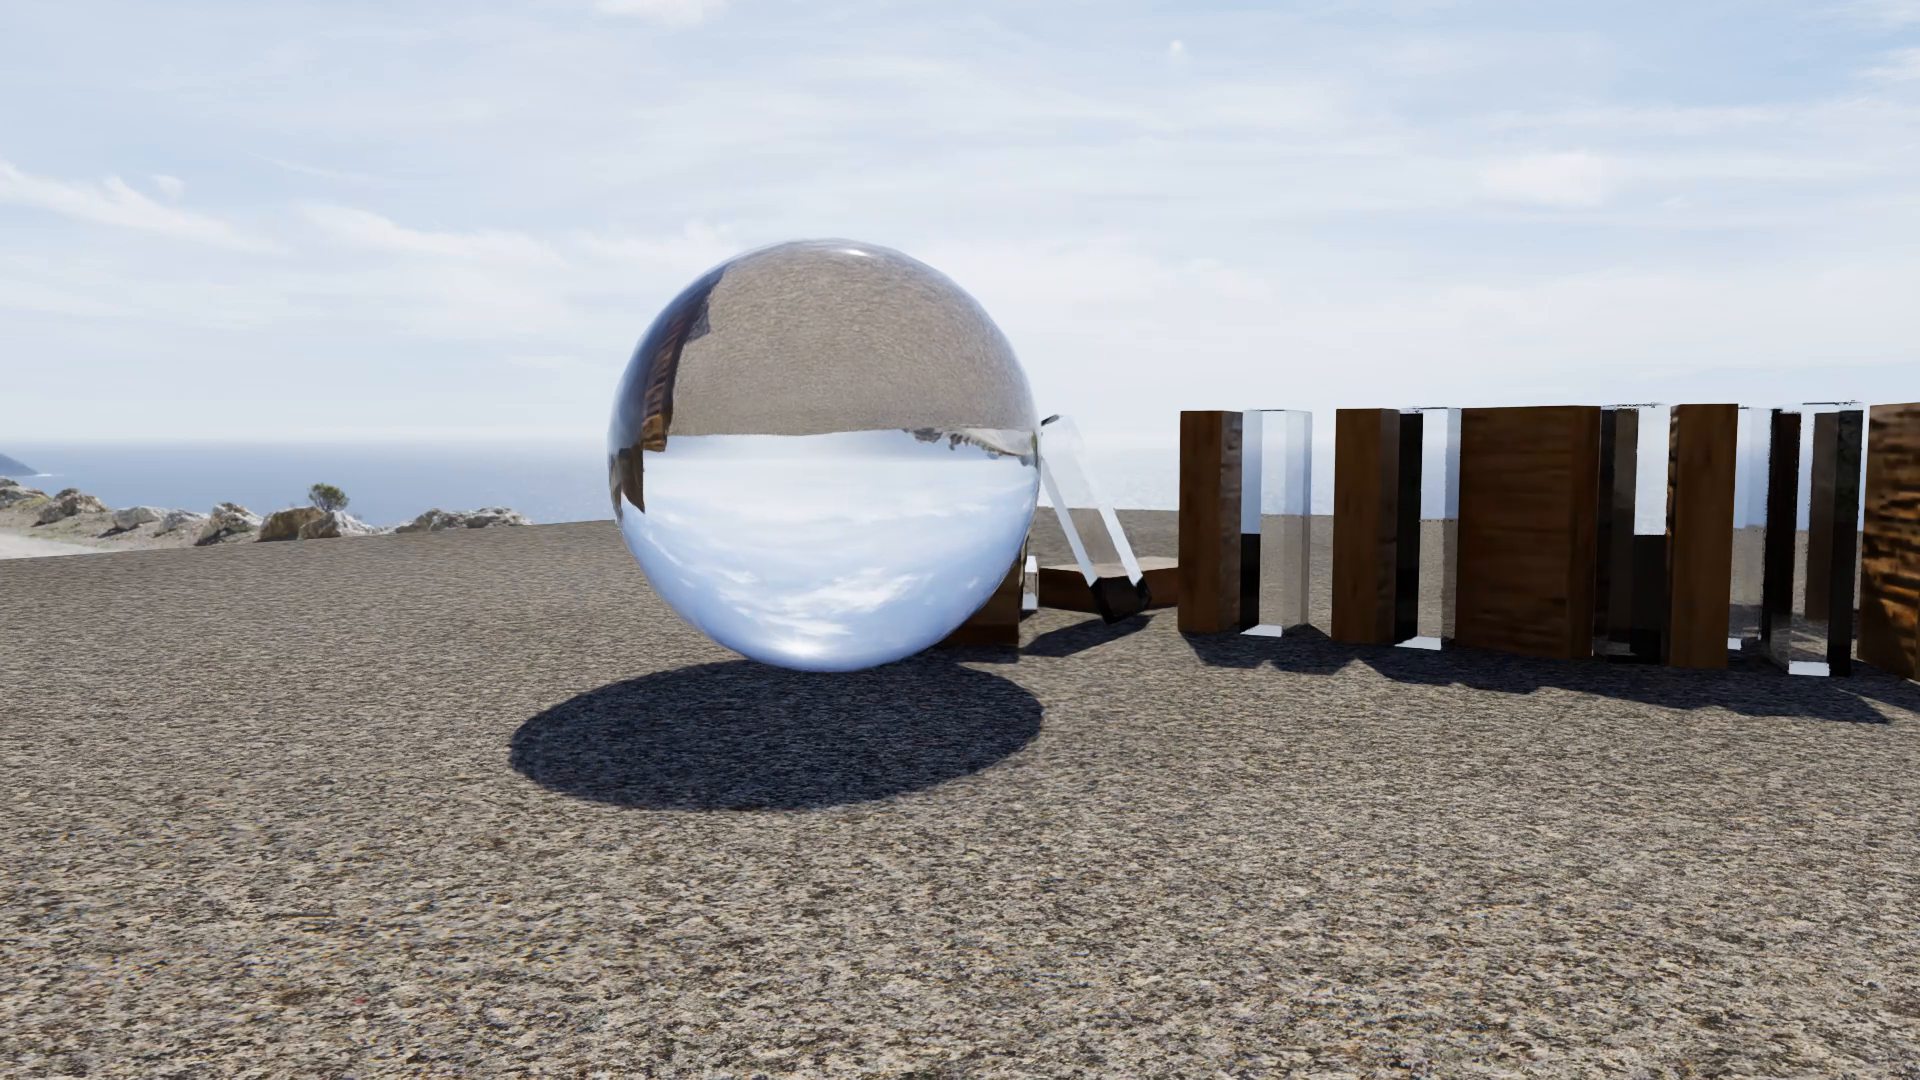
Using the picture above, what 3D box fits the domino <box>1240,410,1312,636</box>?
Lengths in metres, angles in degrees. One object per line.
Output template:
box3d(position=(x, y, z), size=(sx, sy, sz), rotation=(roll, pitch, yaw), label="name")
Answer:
box3d(position=(0.073, -0.005, 0.295), size=(0.010, 0.050, 0.025), rotation=(2, 5, 28), label="domino")

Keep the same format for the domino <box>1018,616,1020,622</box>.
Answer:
box3d(position=(0.002, -0.003, 0.305), size=(0.025, 0.050, 0.010), rotation=(0, -31, 4), label="domino")

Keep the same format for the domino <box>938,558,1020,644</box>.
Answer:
box3d(position=(0.001, -0.002, 0.282), size=(0.025, 0.050, 0.010), rotation=(0, -31, 4), label="domino")

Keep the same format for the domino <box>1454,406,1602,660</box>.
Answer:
box3d(position=(0.116, -0.002, 0.264), size=(0.009, 0.050, 0.025), rotation=(-3, 5, -32), label="domino")

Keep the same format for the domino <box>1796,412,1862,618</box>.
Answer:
box3d(position=(0.221, -0.007, 0.325), size=(0.010, 0.050, 0.025), rotation=(4, 6, 40), label="domino")

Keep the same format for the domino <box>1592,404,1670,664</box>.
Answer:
box3d(position=(0.132, -0.002, 0.259), size=(0.010, 0.050, 0.025), rotation=(1, 4, 9), label="domino")

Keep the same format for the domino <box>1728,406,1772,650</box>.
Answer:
box3d(position=(0.167, -0.003, 0.276), size=(0.009, 0.050, 0.025), rotation=(4, 6, 43), label="domino")

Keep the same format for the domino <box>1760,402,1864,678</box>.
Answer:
box3d(position=(0.163, -0.001, 0.246), size=(0.010, 0.050, 0.025), rotation=(2, 5, 21), label="domino")

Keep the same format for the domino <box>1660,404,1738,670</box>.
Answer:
box3d(position=(0.145, -0.001, 0.253), size=(0.009, 0.050, 0.025), rotation=(2, 5, 24), label="domino")

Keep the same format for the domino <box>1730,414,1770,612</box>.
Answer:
box3d(position=(0.205, -0.008, 0.336), size=(0.009, 0.050, 0.025), rotation=(2, 5, 28), label="domino")

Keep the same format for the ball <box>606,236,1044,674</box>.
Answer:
box3d(position=(-0.024, -0.015, 0.239), size=(0.080, 0.080, 0.080), rotation=(0, 4, 0), label="ball")

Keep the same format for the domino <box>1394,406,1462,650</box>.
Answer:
box3d(position=(0.103, -0.003, 0.276), size=(0.010, 0.050, 0.025), rotation=(3, 5, 36), label="domino")

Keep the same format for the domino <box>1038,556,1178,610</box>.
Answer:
box3d(position=(0.048, 0.011, 0.352), size=(0.050, 0.010, 0.025), rotation=(-4, 6, -43), label="domino")

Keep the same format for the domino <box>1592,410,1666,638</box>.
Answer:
box3d(position=(0.153, -0.004, 0.290), size=(0.025, 0.050, 0.009), rotation=(-3, 5, -36), label="domino")

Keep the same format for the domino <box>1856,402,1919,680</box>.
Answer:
box3d(position=(0.180, 0.000, 0.240), size=(0.010, 0.050, 0.025), rotation=(1, 4, 15), label="domino")

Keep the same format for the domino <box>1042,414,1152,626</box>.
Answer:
box3d(position=(0.031, -0.005, 0.311), size=(0.010, 0.050, 0.025), rotation=(-24, -2, 14), label="domino")

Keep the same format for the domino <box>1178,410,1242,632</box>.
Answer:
box3d(position=(0.059, -0.005, 0.302), size=(0.009, 0.050, 0.025), rotation=(2, 5, 25), label="domino")

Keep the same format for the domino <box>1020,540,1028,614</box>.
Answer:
box3d(position=(0.005, -0.002, 0.335), size=(0.025, 0.010, 0.050), rotation=(2, 40, 5), label="domino")

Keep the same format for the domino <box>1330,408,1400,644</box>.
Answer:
box3d(position=(0.091, -0.004, 0.284), size=(0.009, 0.050, 0.025), rotation=(3, 5, 33), label="domino")

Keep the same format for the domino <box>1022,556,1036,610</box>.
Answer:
box3d(position=(0.009, 0.011, 0.356), size=(0.025, 0.010, 0.050), rotation=(0, 4, 3), label="domino")
